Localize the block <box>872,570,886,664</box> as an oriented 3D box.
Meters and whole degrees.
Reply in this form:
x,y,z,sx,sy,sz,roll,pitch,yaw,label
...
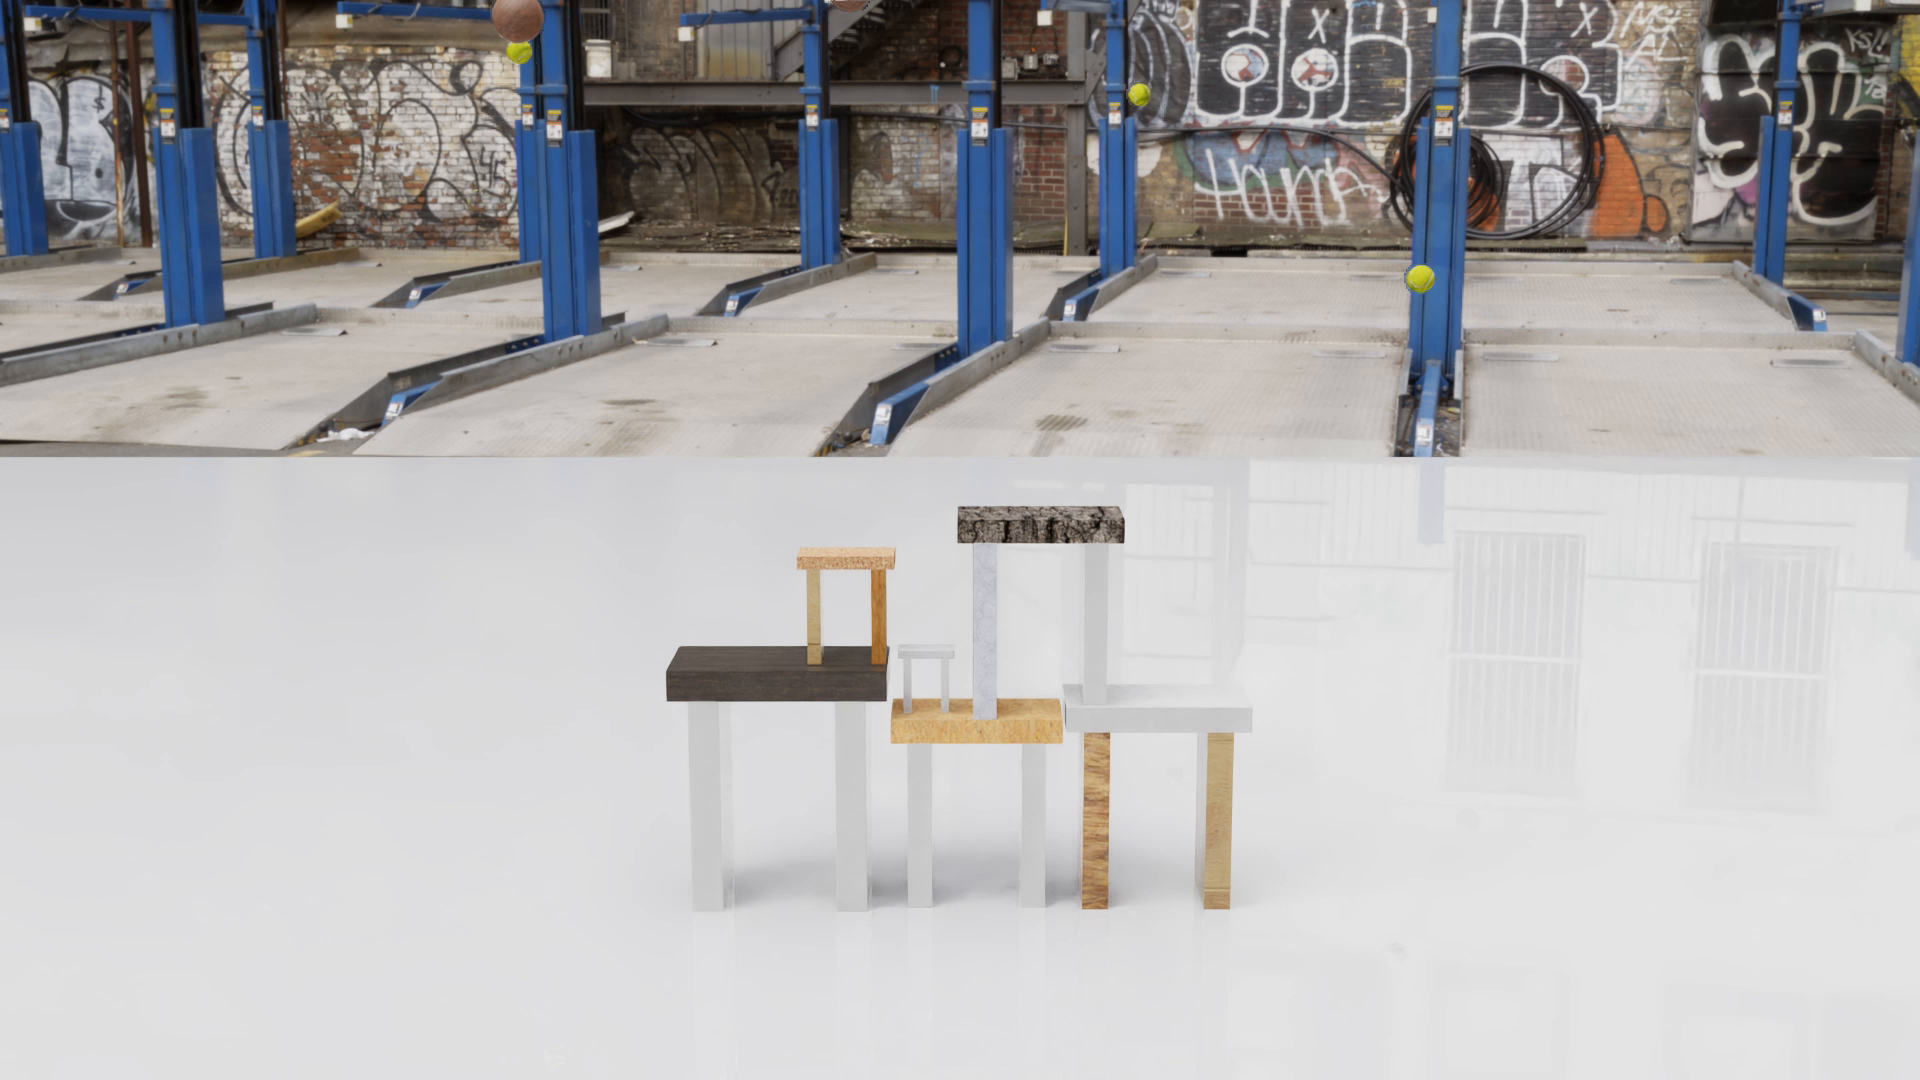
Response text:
x,y,z,sx,sy,sz,roll,pitch,yaw,label
-0.132,0.117,3.582,0.022,0.156,0.078,0,11,0,block

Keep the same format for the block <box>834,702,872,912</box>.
x,y,z,sx,sy,sz,roll,pitch,yaw,label
-0.176,0.416,3.639,0.050,0.353,0.176,0,11,0,block

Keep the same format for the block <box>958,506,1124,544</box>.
x,y,z,sx,sy,sz,roll,pitch,yaw,label
0.129,-0.025,3.556,0.266,0.038,0.133,0,11,0,block

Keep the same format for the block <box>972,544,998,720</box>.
x,y,z,sx,sy,sz,roll,pitch,yaw,label
0.040,0.135,3.586,0.038,0.289,0.133,0,11,0,block

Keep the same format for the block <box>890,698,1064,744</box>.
x,y,z,sx,sy,sz,roll,pitch,yaw,label
0.027,0.297,3.616,0.278,0.039,0.139,0,11,0,block

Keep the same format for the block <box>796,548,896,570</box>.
x,y,z,sx,sy,sz,roll,pitch,yaw,label
-0.184,0.030,3.565,0.156,0.022,0.078,0,11,0,block

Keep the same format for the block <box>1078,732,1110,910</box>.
x,y,z,sx,sy,sz,roll,pitch,yaw,label
0.221,0.443,3.640,0.042,0.299,0.149,0,11,0,block

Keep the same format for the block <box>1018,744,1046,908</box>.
x,y,z,sx,sy,sz,roll,pitch,yaw,label
0.120,0.453,3.645,0.039,0.278,0.139,0,11,0,block

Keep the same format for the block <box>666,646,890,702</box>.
x,y,z,sx,sy,sz,roll,pitch,yaw,label
-0.293,0.218,3.602,0.353,0.050,0.176,0,11,0,block

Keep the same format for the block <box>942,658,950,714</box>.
x,y,z,sx,sy,sz,roll,pitch,yaw,label
-0.024,0.233,3.600,0.013,0.092,0.046,0,11,0,block

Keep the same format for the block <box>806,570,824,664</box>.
x,y,z,sx,sy,sz,roll,pitch,yaw,label
-0.236,0.117,3.582,0.022,0.156,0.078,0,11,0,block

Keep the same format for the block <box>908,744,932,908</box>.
x,y,z,sx,sy,sz,roll,pitch,yaw,label
-0.066,0.453,3.645,0.039,0.278,0.139,0,11,0,block

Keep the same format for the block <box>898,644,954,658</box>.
x,y,z,sx,sy,sz,roll,pitch,yaw,label
-0.055,0.182,3.590,0.092,0.013,0.046,0,11,0,block

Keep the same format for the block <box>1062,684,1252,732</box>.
x,y,z,sx,sy,sz,roll,pitch,yaw,label
0.320,0.276,3.609,0.299,0.042,0.149,0,11,0,block

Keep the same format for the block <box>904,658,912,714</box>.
x,y,z,sx,sy,sz,roll,pitch,yaw,label
-0.085,0.233,3.600,0.013,0.092,0.046,0,11,0,block

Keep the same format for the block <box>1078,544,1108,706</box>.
x,y,z,sx,sy,sz,roll,pitch,yaw,label
0.217,0.124,3.584,0.038,0.266,0.133,0,11,0,block

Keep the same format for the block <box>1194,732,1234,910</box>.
x,y,z,sx,sy,sz,roll,pitch,yaw,label
0.420,0.443,3.640,0.042,0.299,0.149,0,11,0,block

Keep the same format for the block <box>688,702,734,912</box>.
x,y,z,sx,sy,sz,roll,pitch,yaw,label
-0.411,0.416,3.639,0.050,0.353,0.176,0,11,0,block
